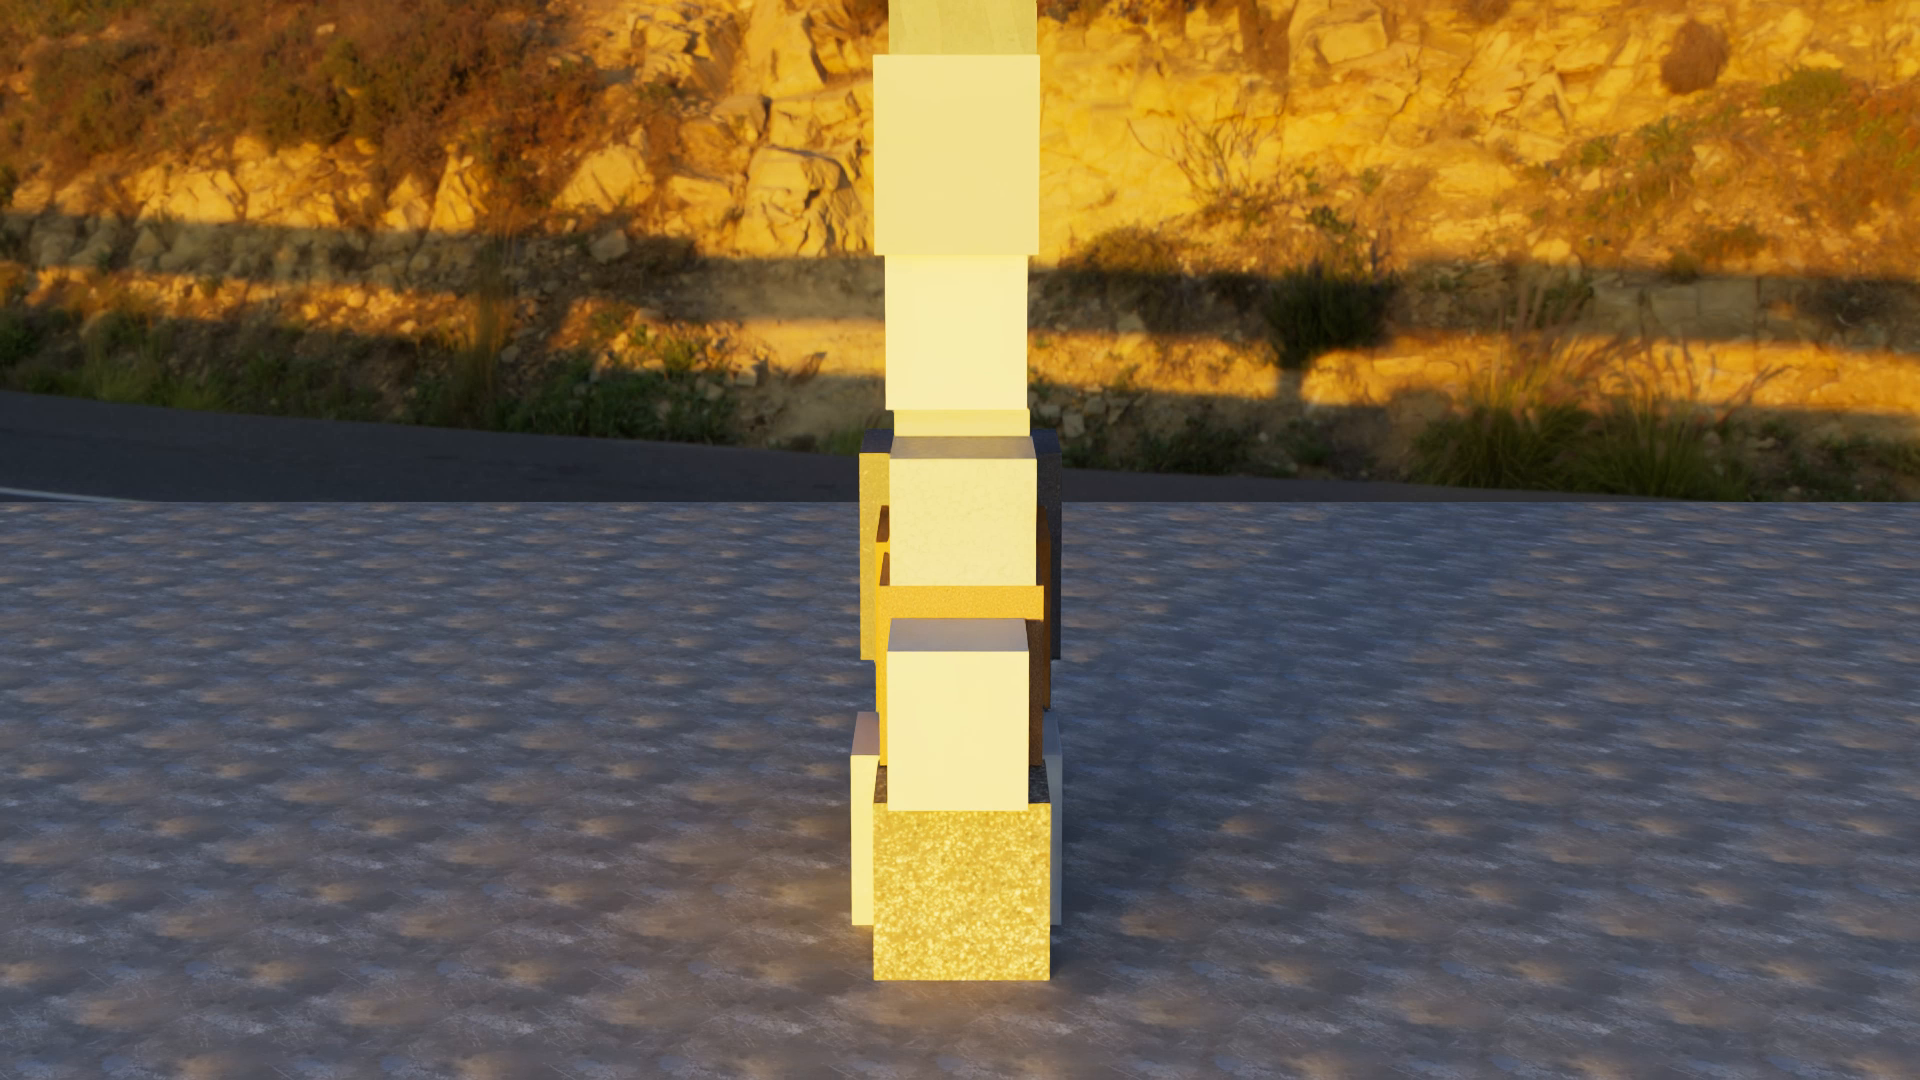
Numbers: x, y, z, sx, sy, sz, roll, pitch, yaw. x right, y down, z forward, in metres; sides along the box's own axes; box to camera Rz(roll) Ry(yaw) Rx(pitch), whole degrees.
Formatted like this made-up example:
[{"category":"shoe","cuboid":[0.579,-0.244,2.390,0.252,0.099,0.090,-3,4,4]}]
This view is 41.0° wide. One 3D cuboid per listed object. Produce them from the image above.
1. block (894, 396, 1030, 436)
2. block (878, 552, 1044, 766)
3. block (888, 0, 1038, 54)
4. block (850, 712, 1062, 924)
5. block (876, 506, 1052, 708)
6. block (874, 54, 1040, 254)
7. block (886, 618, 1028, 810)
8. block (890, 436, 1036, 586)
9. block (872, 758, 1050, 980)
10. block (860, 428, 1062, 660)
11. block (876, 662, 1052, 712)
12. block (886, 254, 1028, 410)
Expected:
[{"category":"block","cuboid":[0.008,-0.325,11.170,0.570,0.573,0.631,0,11,0]},{"category":"block","cuboid":[0.005,0.484,10.722,0.662,0.746,0.717,0,11,0]},{"category":"block","cuboid":[0.012,-2.346,10.734,0.605,0.631,0.571,0,10,0]},{"category":"block","cuboid":[-0.014,1.182,11.012,0.873,0.731,0.732,0,11,0]},{"category":"block","cuboid":[0.014,0.285,11.474,0.753,0.735,0.822,0,12,0]},{"category":"block","cuboid":[-0.014,-1.637,10.860,0.678,0.810,0.727,0,10,0]},{"category":"block","cuboid":[-0.008,0.677,10.080,0.538,0.625,0.609,0,10,0]},{"category":"block","cuboid":[0.012,-0.128,10.565,0.586,0.514,0.631,0,11,0]},{"category":"block","cuboid":[0.006,1.315,10.324,0.689,0.718,0.653,0,10,0]},{"category":"block","cuboid":[0.003,0.005,12.288,0.931,0.972,0.837,0,10,0]},{"category":"block","cuboid":[0.016,0.896,12.369,0.814,0.811,0.789,0,10,0]},{"category":"block","cuboid":[-0.015,-0.917,10.987,0.590,0.651,0.586,0,10,0]}]
